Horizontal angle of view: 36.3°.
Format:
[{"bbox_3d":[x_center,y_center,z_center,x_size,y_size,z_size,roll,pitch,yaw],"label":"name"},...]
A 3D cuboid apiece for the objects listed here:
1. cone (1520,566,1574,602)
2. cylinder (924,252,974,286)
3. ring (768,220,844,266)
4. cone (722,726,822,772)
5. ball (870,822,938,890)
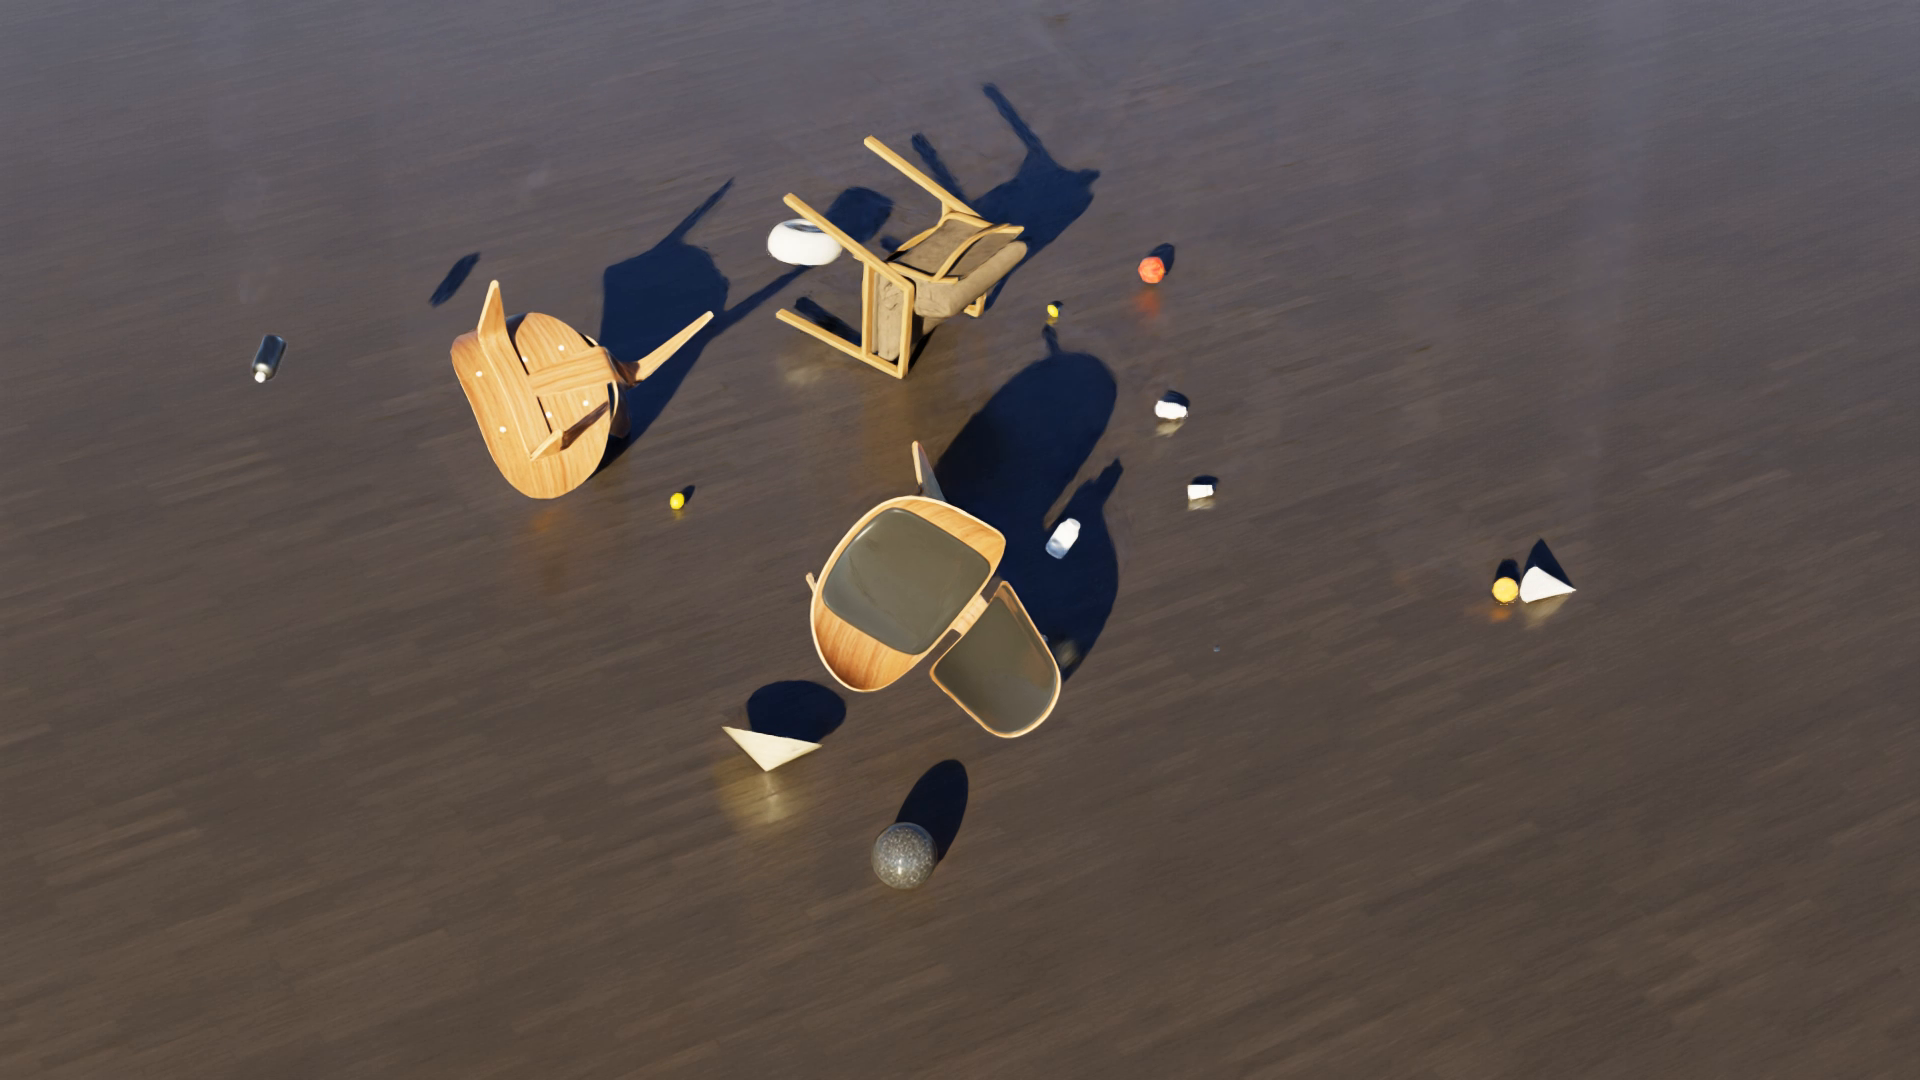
[{"bbox_3d":[2.151,0.171,10.624,0.201,0.140,0.104,7,33,-25],"label":"cone"},{"bbox_3d":[-0.048,-1.167,12.612,0.181,0.113,0.167,-6,42,-10],"label":"cylinder"},{"bbox_3d":[-0.647,-1.256,12.372,0.244,0.144,0.386,30,26,35],"label":"ring"},{"bbox_3d":[-0.637,0.713,9.778,0.353,0.121,0.297,10,-5,13],"label":"cone"},{"bbox_3d":[-0.176,0.994,9.243,0.212,0.212,0.212,0,33,0],"label":"ball"}]
